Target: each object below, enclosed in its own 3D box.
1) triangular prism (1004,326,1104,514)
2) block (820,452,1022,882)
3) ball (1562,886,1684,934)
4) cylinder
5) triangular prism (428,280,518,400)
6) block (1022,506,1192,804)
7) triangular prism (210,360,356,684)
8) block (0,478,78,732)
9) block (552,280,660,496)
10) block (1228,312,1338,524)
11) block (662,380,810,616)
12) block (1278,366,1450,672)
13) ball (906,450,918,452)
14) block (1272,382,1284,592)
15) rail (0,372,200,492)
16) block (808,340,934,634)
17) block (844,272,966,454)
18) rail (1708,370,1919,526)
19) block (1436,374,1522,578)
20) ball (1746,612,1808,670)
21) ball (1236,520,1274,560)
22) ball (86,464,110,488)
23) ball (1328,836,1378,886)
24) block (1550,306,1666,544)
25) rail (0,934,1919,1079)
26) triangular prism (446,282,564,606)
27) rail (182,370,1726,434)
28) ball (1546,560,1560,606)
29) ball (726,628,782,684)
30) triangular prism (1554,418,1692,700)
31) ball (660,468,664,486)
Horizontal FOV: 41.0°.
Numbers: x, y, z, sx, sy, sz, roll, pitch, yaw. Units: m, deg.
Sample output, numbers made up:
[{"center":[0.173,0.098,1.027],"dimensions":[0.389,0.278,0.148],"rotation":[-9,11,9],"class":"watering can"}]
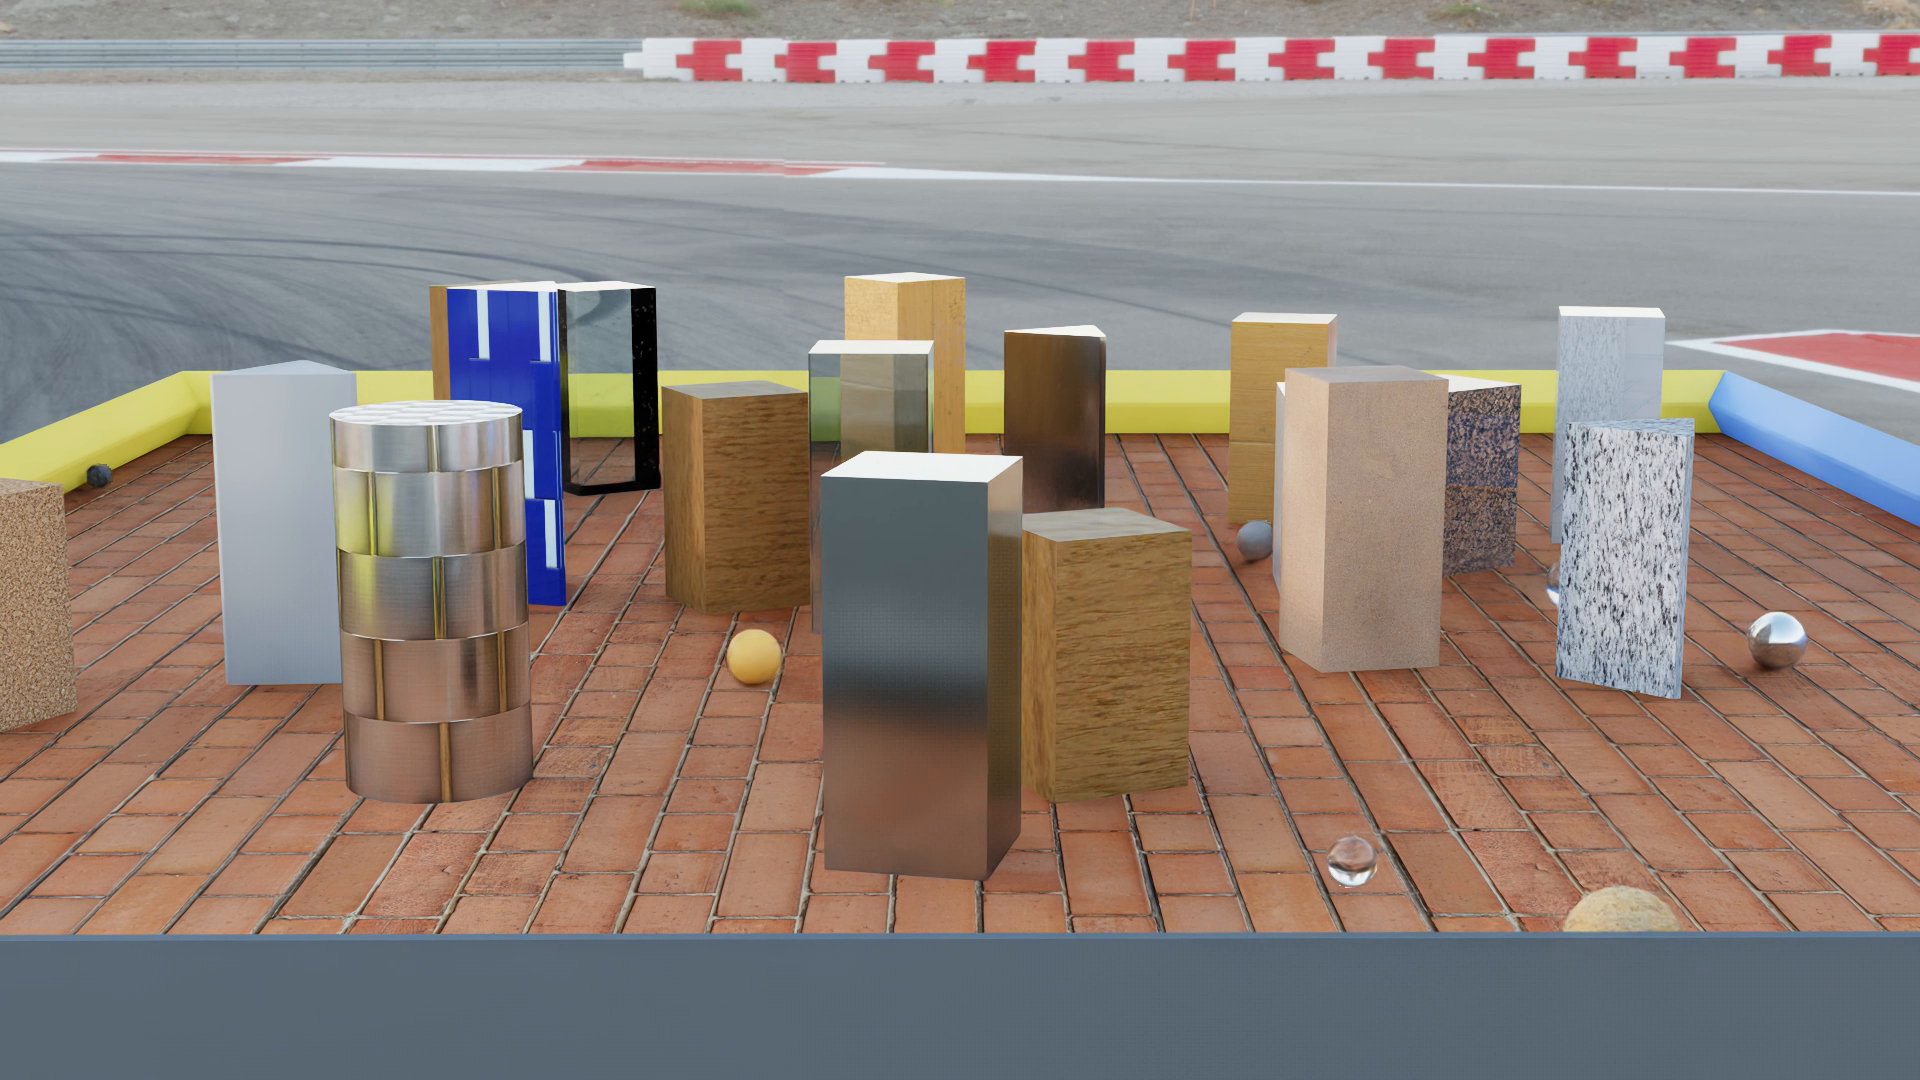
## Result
[{"center":[0.172,-0.161,3.935],"dimensions":[0.165,0.325,0.142],"rotation":[5,12,26],"class":"triangular prism"},{"center":[-0.033,0.112,2.368],"dimensions":[0.152,0.364,0.152],"rotation":[2,11,13],"class":"block"},{"center":[0.517,0.317,2.000],"dimensions":[0.095,0.095,0.095],"rotation":[0,11,0],"class":"ball"},{"center":[-0.536,0.059,2.611],"dimensions":[0.190,0.380,0.190],"rotation":[0,11,0],"class":"cylinder"},{"center":[-0.745,-0.227,4.156],"dimensions":[0.165,0.376,0.142],"rotation":[3,11,16],"class":"triangular prism"},{"center":[0.132,0.114,2.628],"dimensions":[0.152,0.265,0.152],"rotation":[-5,12,-24],"class":"block"},{"center":[-0.793,-0.024,3.084],"dimensions":[0.165,0.369,0.142],"rotation":[-1,11,-4],"class":"triangular prism"},{"center":[-1.107,0.071,2.866],"dimensions":[0.152,0.261,0.152],"rotation":[5,12,27],"class":"block"},{"center":[-0.624,-0.264,4.430],"dimensions":[0.152,0.348,0.152],"rotation":[-7,13,-33],"class":"block"},{"center":[0.521,-0.197,4.140],"dimensions":[0.152,0.323,0.152],"rotation":[3,11,13],"class":"block"},{"center":[-0.305,-0.061,3.494],"dimensions":[0.152,0.291,0.152],"rotation":[-5,12,-27],"class":"block"},{"center":[0.494,-0.029,3.157],"dimensions":[0.152,0.353,0.152],"rotation":[-2,11,-12],"class":"block"},{"center":[-0.083,-0.119,4.405],"dimensions":[0.071,0.071,0.071],"rotation":[0,11,0],"class":"ball"},{"center":[0.523,-0.074,3.605],"dimensions":[0.152,0.277,0.152],"rotation":[1,11,3],"class":"block"},{"center":[-1.506,0.033,3.441],"dimensions":[0.045,0.123,3.340],"rotation":[0,11,0],"class":"rail"},{"center":[-0.113,-0.071,3.350],"dimensions":[0.152,0.364,0.152],"rotation":[0,11,2],"class":"block"},{"center":[-0.098,-0.292,4.569],"dimensions":[0.152,0.351,0.152],"rotation":[-9,14,-39],"class":"block"},{"center":[1.506,0.030,3.458],"dimensions":[0.045,0.123,3.340],"rotation":[0,11,0],"class":"rail"},{"center":[0.707,-0.097,3.754],"dimensions":[0.152,0.267,0.152],"rotation":[-8,13,-35],"class":"block"},{"center":[0.991,0.122,3.114],"dimensions":[0.070,0.070,0.070],"rotation":[0,11,0],"class":"ball"},{"center":[0.439,0.001,3.794],"dimensions":[0.059,0.059,0.059],"rotation":[0,11,0],"class":"ball"},{"center":[-1.493,-0.110,4.444],"dimensions":[0.041,0.041,0.041],"rotation":[0,11,0],"class":"ball"},{"center":[0.352,0.287,2.297],"dimensions":[0.045,0.045,0.045],"rotation":[0,11,0],"class":"ball"},{"center":[0.997,-0.178,3.961],"dimensions":[0.152,0.350,0.152],"rotation":[2,11,11],"class":"block"},{"center":[0.009,0.333,1.831],"dimensions":[3.059,0.123,0.045],"rotation":[0,11,0],"class":"rail"},{"center":[-0.592,-0.137,3.536],"dimensions":[0.165,0.426,0.142],"rotation":[4,11,19],"class":"triangular prism"},{"center":[-0.009,-0.270,5.068],"dimensions":[3.059,0.123,0.045],"rotation":[0,11,0],"class":"rail"},{"center":[0.824,0.059,3.435],"dimensions":[0.078,0.078,0.078],"rotation":[0,11,0],"class":"ball"},{"center":[-0.244,0.138,3.041],"dimensions":[0.066,0.066,0.066],"rotation":[0,11,0],"class":"ball"},{"center":[0.824,0.014,3.051],"dimensions":[0.142,0.307,0.165],"rotation":[-10,15,-44],"class":"triangular prism"},{"center":[-0.455,-0.110,4.297],"dimensions":[0.093,0.093,0.093],"rotation":[0,11,0],"class":"ball"}]
